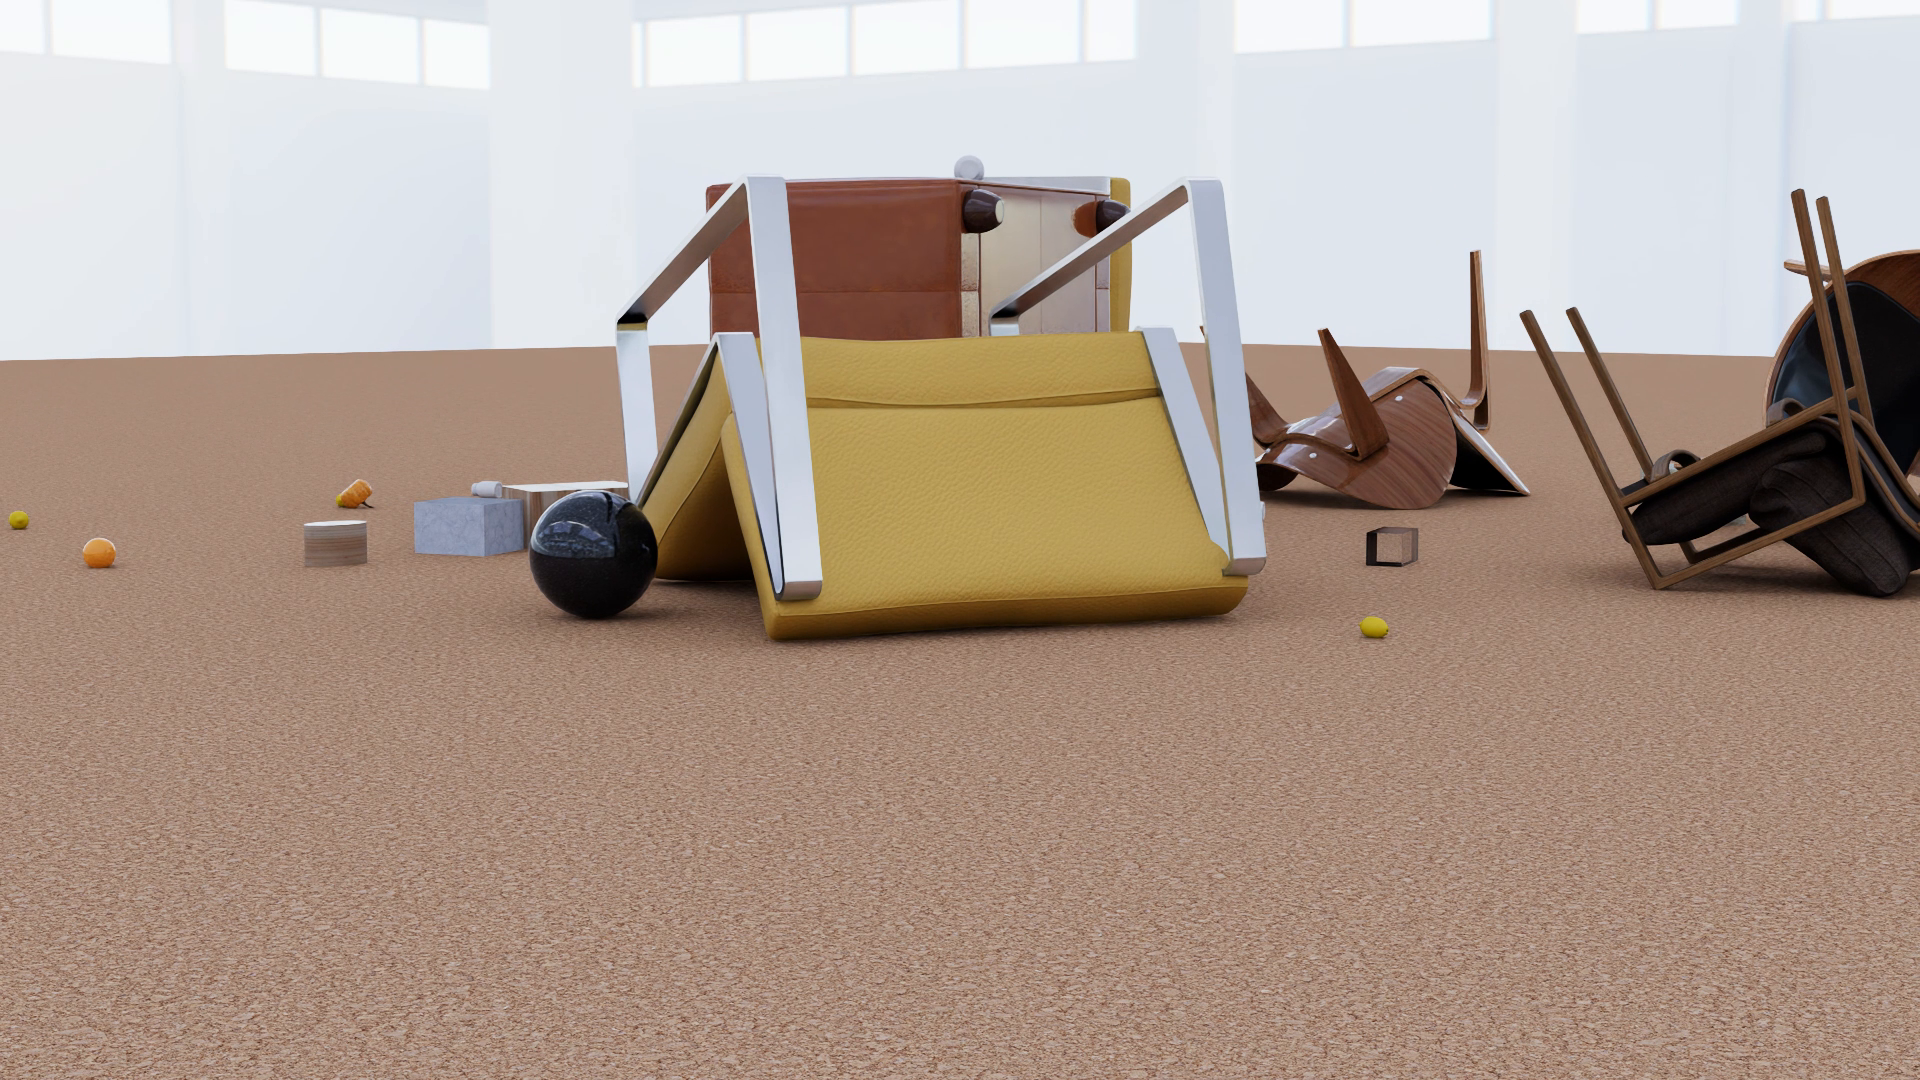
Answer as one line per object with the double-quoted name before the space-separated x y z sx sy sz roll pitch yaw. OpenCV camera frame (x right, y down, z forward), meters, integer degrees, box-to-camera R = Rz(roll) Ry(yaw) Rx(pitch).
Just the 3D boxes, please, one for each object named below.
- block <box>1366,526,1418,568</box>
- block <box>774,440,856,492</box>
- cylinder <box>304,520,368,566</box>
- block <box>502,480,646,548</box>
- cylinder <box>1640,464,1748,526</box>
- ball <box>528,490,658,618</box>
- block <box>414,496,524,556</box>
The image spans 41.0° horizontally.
"block" 0.994 0.015 5.896 0.082 0.075 0.152 3 6 24
"block" -0.451 -0.232 7.968 0.218 0.143 0.135 5 7 37
"cylinder" -1.429 0.008 5.872 0.147 0.094 0.092 -4 7 -37
"block" -0.952 -0.062 6.329 0.298 0.141 0.195 -4 7 -31
"cylinder" 1.960 -0.121 6.858 0.276 0.150 0.230 1 6 6
"ball" -0.706 0.027 4.945 0.248 0.248 0.248 0 6 0
"block" -1.176 -0.033 6.146 0.195 0.121 0.170 2 6 23
